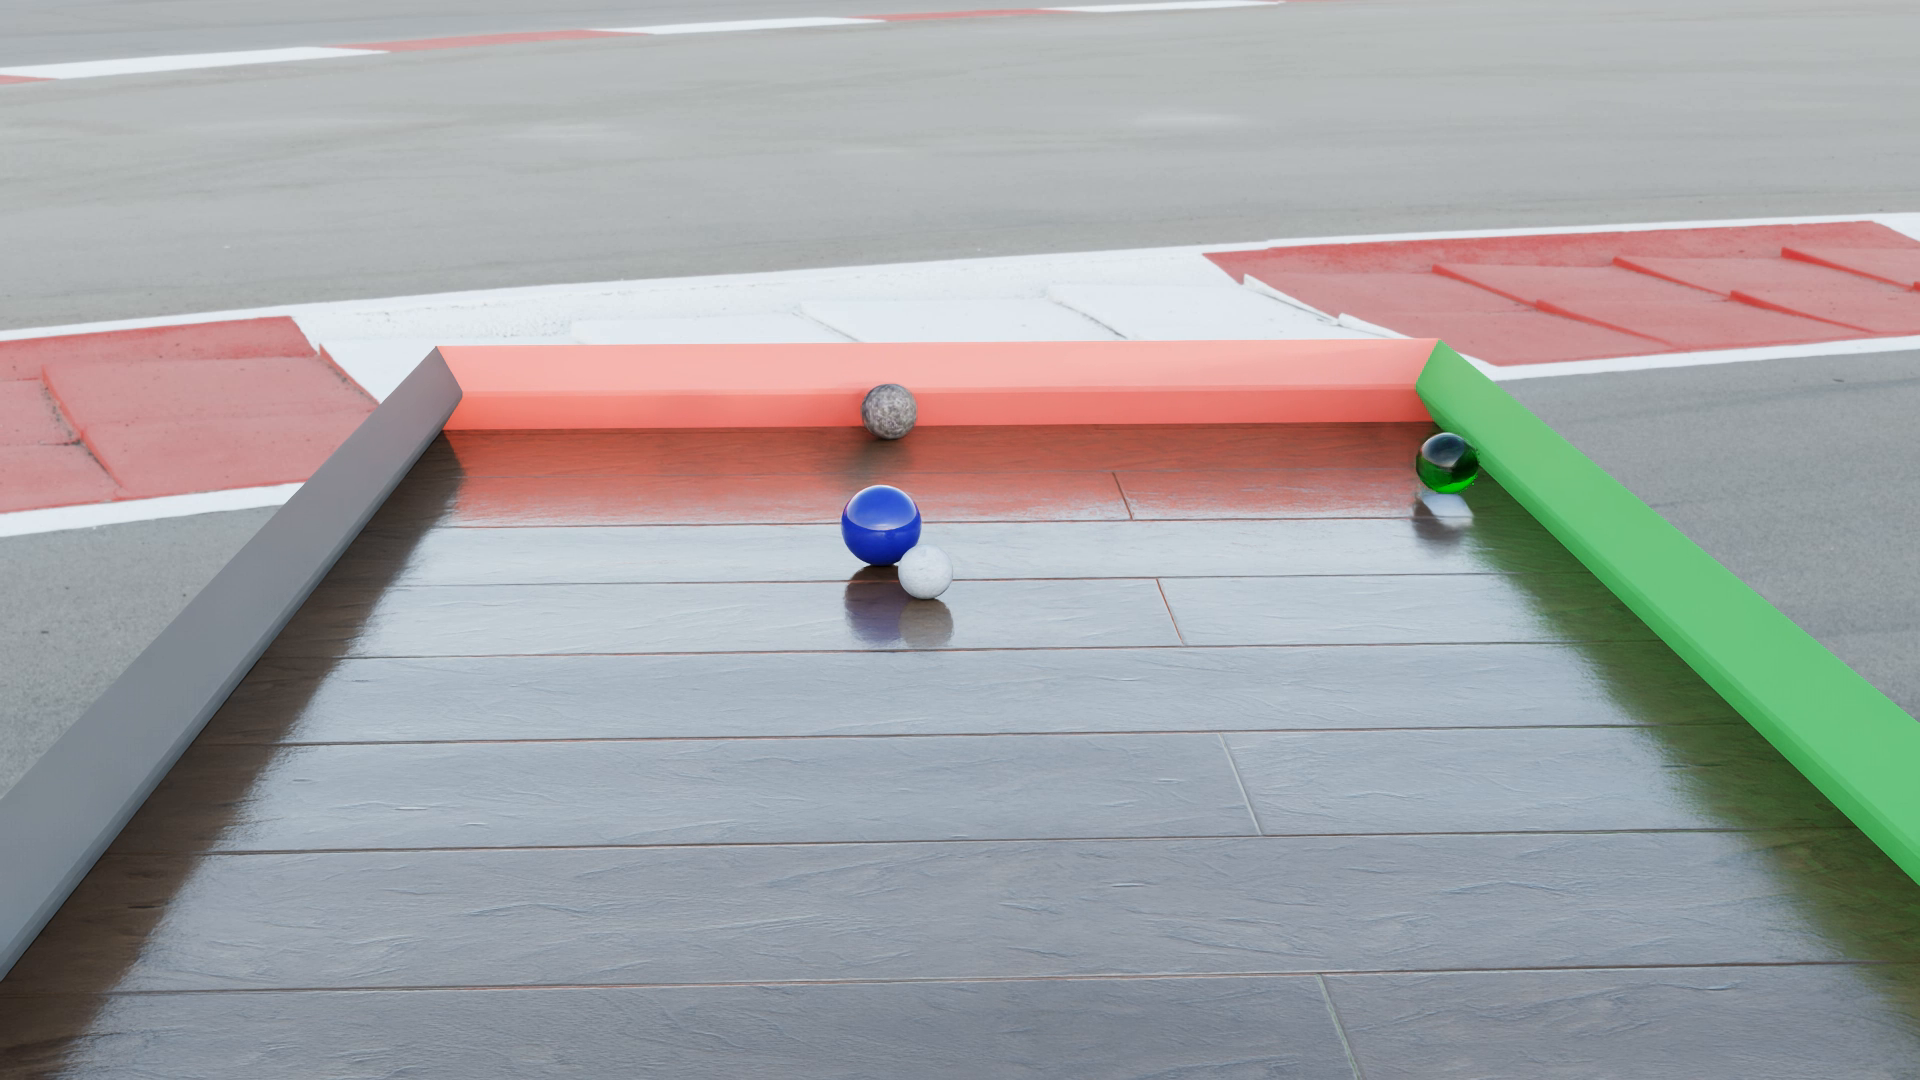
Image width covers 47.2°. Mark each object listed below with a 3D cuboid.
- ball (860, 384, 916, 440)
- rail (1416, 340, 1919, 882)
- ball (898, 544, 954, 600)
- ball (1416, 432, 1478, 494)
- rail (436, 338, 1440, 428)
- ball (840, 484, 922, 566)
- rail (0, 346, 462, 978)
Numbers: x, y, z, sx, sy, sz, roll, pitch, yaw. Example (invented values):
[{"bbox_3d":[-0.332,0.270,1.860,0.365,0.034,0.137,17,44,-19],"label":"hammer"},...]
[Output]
[{"bbox_3d":[-0.107,-0.192,3.286,0.083,0.083,0.083,0,17,0],"label":"ball"},{"bbox_3d":[0.768,0.185,1.932,0.045,0.128,3.039,-1,17,-2],"label":"rail"},{"bbox_3d":[-0.040,0.037,2.549,0.064,0.064,0.064,0,17,0],"label":"ball"},{"bbox_3d":[0.662,-0.105,2.992,0.083,0.083,0.083,0,17,0],"label":"ball"},{"bbox_3d":[-0.027,-0.232,3.339,1.529,0.128,0.045,-1,17,-2],"label":"rail"},{"bbox_3d":[-0.096,-0.018,2.672,0.099,0.099,0.099,0,17,0],"label":"ball"},{"bbox_3d":[-0.713,0.201,1.880,0.045,0.128,3.039,-1,17,-2],"label":"rail"}]
